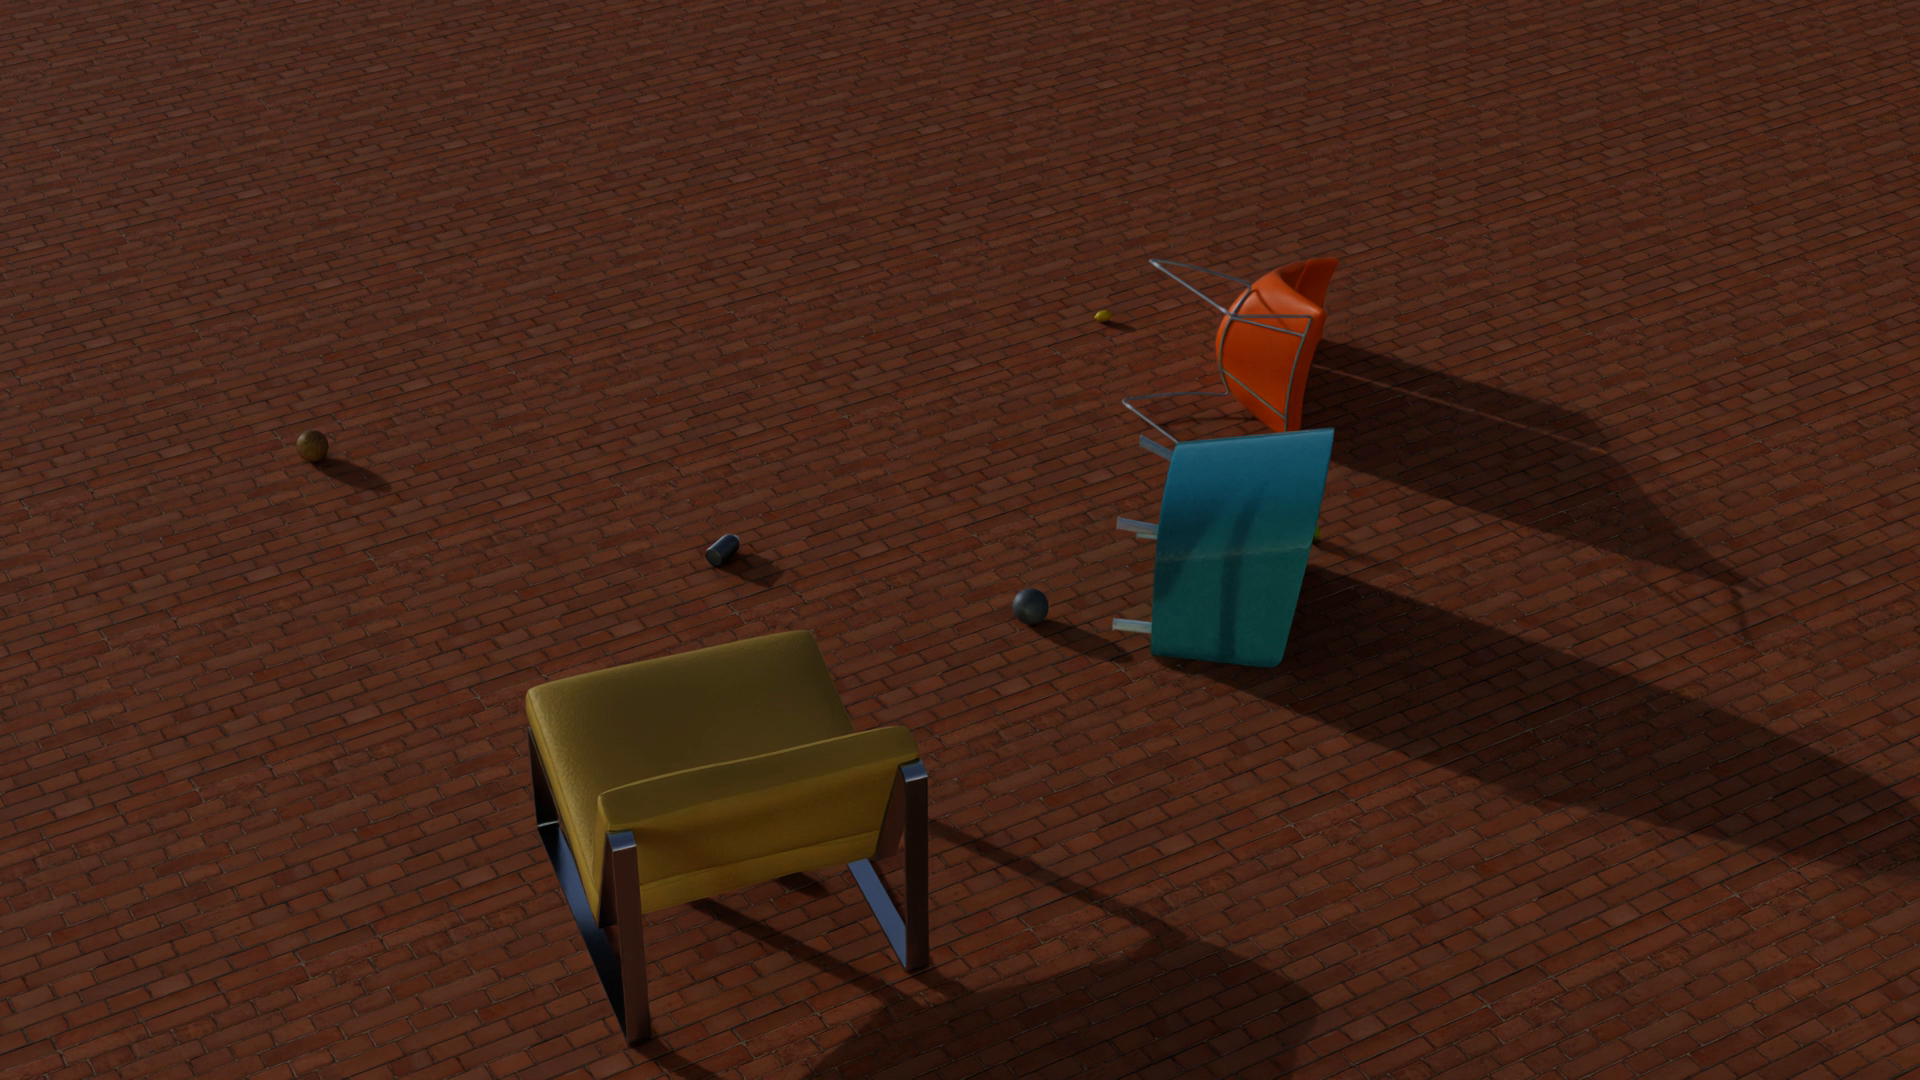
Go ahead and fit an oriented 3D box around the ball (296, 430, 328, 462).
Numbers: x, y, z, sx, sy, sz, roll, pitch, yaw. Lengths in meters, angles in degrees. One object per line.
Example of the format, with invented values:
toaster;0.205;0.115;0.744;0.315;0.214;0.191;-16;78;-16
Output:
ball;-2.515;-0.366;11.387;0.124;0.124;0.124;0;33;0

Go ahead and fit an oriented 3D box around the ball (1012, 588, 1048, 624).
ball;0.252;0.237;10.466;0.131;0.131;0.131;0;33;0
